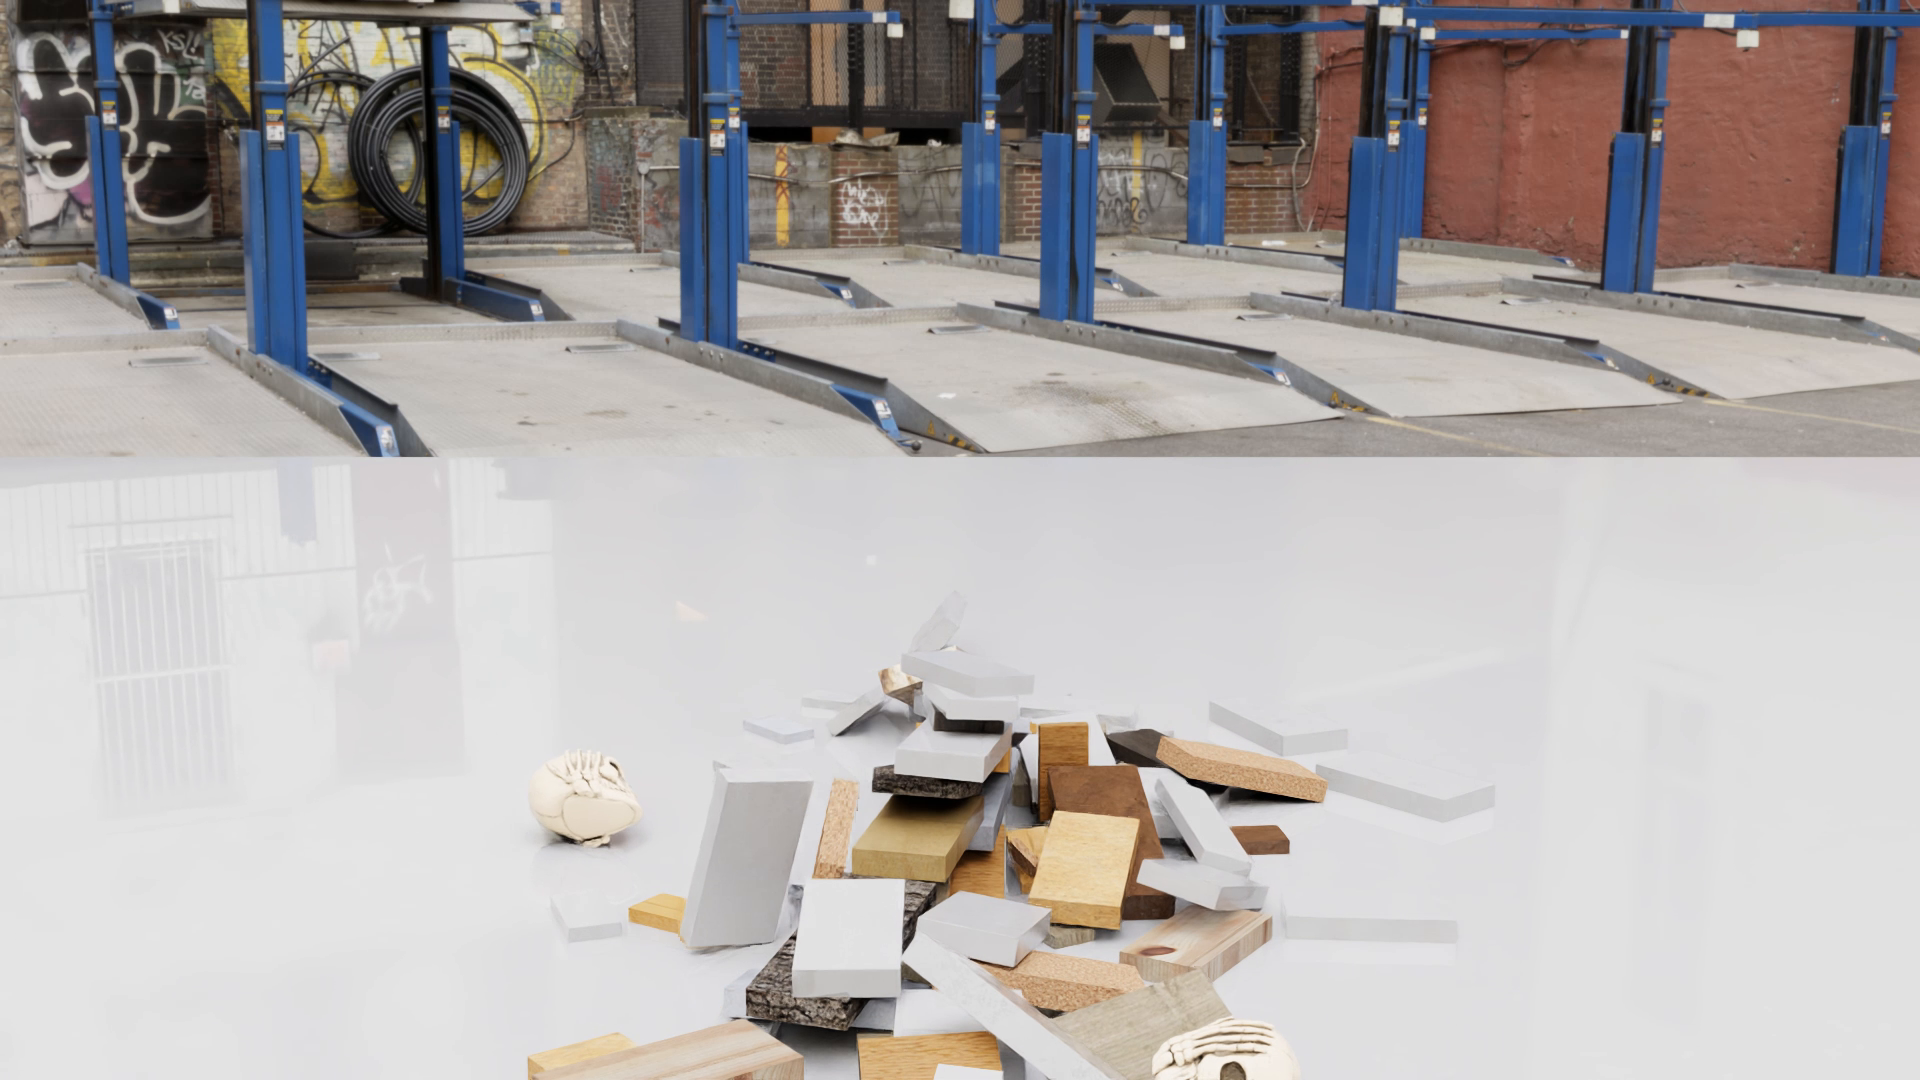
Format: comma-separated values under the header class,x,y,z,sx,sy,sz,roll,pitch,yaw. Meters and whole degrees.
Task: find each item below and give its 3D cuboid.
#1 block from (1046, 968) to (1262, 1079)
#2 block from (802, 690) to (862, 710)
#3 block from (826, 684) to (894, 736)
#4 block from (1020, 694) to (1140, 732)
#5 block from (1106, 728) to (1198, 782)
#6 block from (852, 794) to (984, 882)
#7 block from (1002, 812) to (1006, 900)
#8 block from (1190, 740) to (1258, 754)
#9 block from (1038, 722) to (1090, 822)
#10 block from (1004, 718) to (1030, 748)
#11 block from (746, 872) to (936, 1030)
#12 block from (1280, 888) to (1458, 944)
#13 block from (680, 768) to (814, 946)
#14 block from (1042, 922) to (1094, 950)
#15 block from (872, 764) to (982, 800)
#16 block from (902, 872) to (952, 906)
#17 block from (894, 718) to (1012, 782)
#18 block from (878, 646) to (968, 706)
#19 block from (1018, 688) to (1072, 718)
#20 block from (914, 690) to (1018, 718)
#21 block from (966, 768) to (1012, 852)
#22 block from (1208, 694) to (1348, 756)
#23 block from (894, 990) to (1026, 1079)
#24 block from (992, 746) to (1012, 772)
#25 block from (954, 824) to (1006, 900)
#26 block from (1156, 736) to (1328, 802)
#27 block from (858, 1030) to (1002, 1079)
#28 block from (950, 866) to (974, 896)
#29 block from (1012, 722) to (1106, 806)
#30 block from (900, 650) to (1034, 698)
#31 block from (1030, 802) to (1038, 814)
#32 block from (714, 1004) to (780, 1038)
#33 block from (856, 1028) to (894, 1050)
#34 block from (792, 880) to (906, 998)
class,x,y,z,sx,sy,sz,roll,pitch,yaw
block,0.243,0.671,2.891,0.297,0.042,0.148,-9,52,-39
block,-0.266,0.357,4.866,0.152,0.022,0.076,4,11,22
block,-0.189,0.347,4.705,0.116,0.033,0.232,-39,-6,24
block,0.250,0.359,4.577,0.232,0.033,0.116,4,12,13
block,0.395,0.427,4.355,0.116,0.033,0.267,-5,12,-26
block,-0.062,0.461,3.453,0.145,0.041,0.290,3,12,12
block,0.004,0.512,3.747,0.147,0.042,0.293,0,26,1
block,0.516,0.437,4.431,0.161,0.023,0.081,8,13,37
block,0.187,0.418,3.969,0.089,0.177,0.025,-1,12,-6
block,0.065,0.337,3.870,0.090,0.026,0.285,5,-10,-2
block,-0.163,0.581,3.143,0.145,0.041,0.399,4,16,16
block,0.650,0.600,3.515,0.265,0.037,0.132,1,11,4
block,-0.329,0.488,3.381,0.144,0.288,0.041,3,22,-31
block,0.141,0.611,3.497,0.074,0.021,0.148,-6,12,-30
block,-0.049,0.387,3.538,0.138,0.039,0.276,4,-4,8
block,-0.068,0.554,3.355,0.099,0.028,0.198,-1,22,3
block,-0.007,0.329,3.487,0.138,0.039,0.276,5,7,10
block,-0.044,0.296,4.646,0.170,0.048,0.340,-19,-14,9
block,0.088,0.377,4.686,0.170,0.048,0.340,6,12,27
block,0.008,0.310,4.152,0.161,0.046,0.321,1,-2,-7
block,-0.001,0.448,3.705,0.147,0.042,0.293,2,13,7
block,0.668,0.388,4.636,0.153,0.043,0.307,-4,11,-22
block,-0.002,0.670,2.846,0.169,0.048,0.338,0,11,0
block,0.018,0.369,3.778,0.138,0.039,0.362,4,-4,2
block,-0.002,0.554,3.555,0.147,0.042,0.293,1,24,1
block,0.536,0.436,4.183,0.292,0.041,0.146,12,6,-20
block,-0.025,0.702,2.565,0.169,0.048,0.338,-2,25,-5
block,-0.022,0.586,3.402,0.099,0.028,0.198,-4,33,-6
block,0.196,0.434,4.273,0.155,0.044,0.310,1,19,8
block,0.010,0.218,3.591,0.112,0.032,0.225,-1,8,-33
block,0.200,0.488,4.076,0.127,0.018,0.063,-9,-1,20
block,-0.304,0.691,3.059,0.084,0.024,0.167,1,11,5
block,-0.062,0.687,3.055,0.157,0.022,0.079,0,2,1
block,-0.152,0.555,3.083,0.145,0.041,0.290,0,15,0
